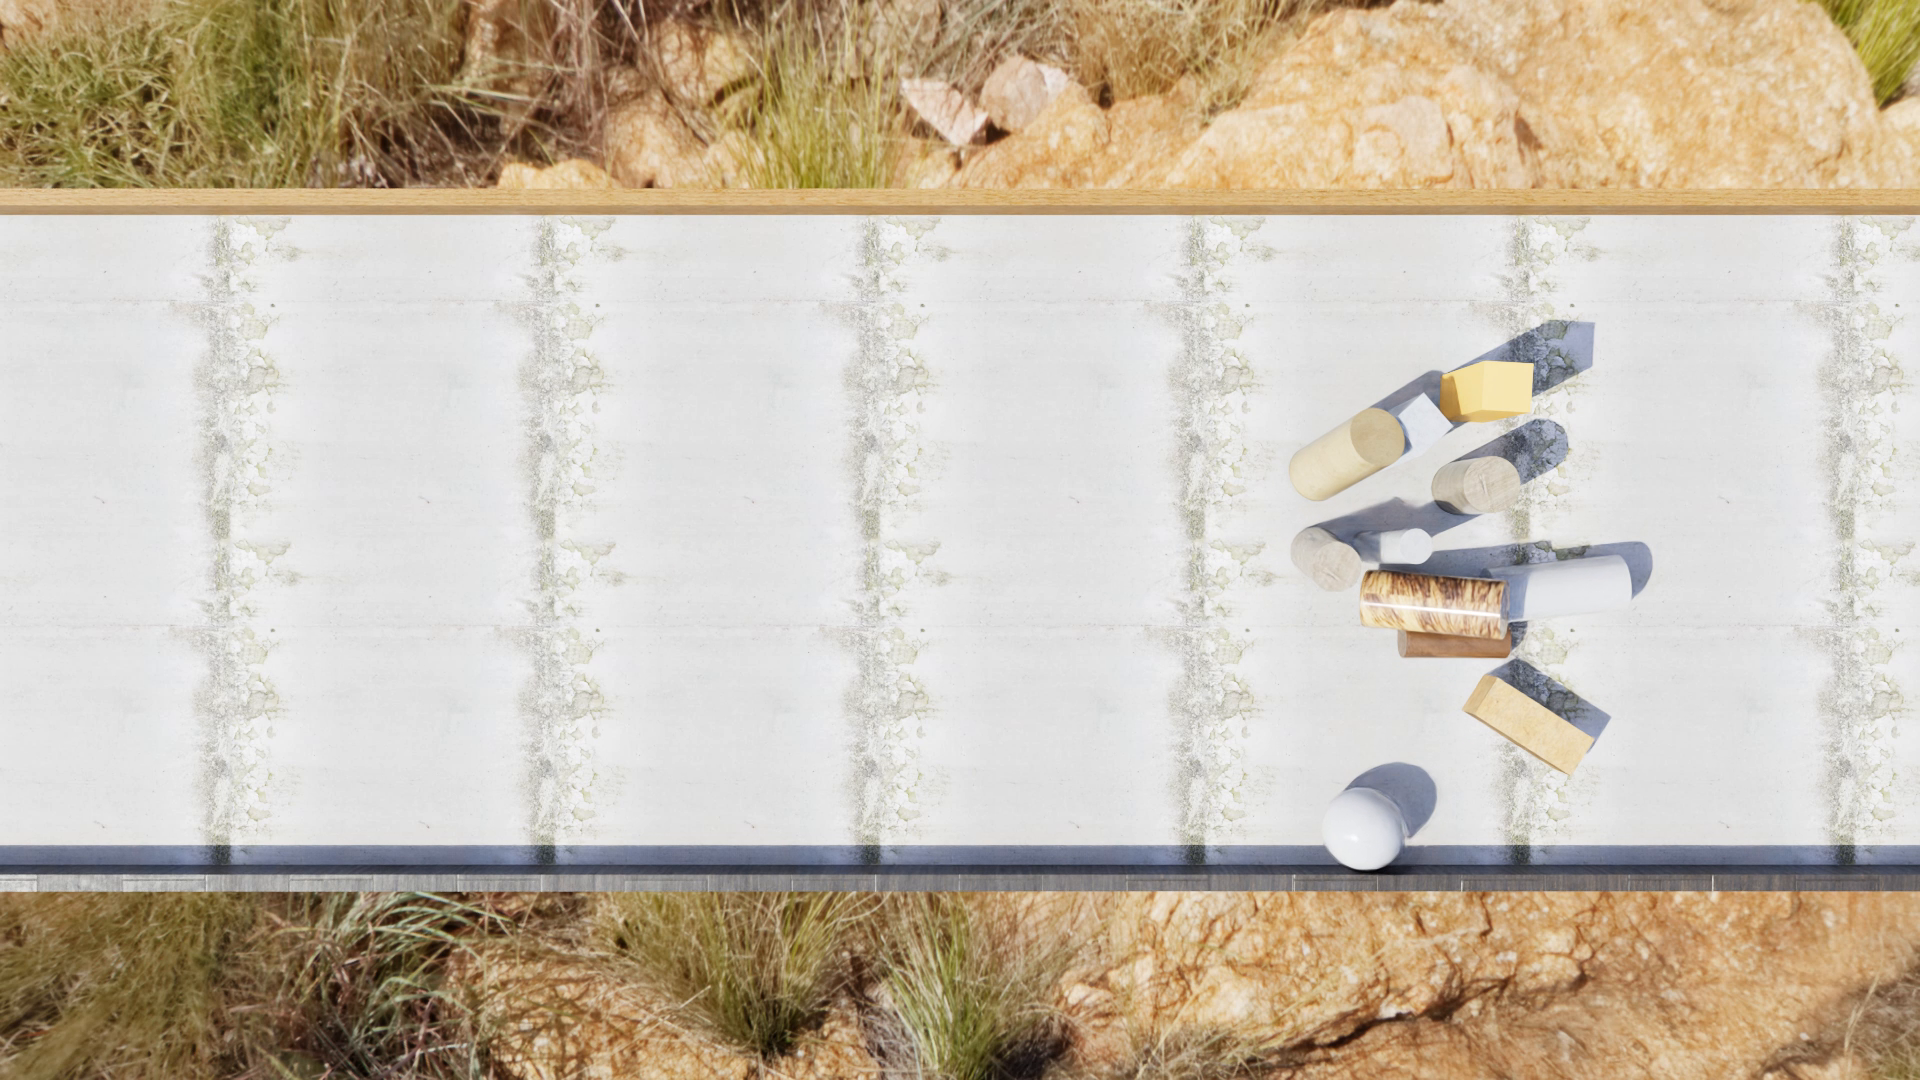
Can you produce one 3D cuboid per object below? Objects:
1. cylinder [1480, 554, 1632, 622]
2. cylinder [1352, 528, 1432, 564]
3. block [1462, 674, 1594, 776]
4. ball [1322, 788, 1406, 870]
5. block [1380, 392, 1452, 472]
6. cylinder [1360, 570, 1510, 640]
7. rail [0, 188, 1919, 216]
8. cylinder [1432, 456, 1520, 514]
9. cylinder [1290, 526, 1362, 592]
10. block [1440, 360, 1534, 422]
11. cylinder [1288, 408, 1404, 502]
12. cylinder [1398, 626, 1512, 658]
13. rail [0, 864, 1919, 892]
[{"bbox_3d":[1.798,0.149,4.992,0.401,0.170,0.170,-6,90,0],"label":"cylinder"},{"bbox_3d":[1.282,0.020,4.903,0.102,0.334,0.102,0,89,-10],"label":"cylinder"},{"bbox_3d":[1.723,0.560,5.011,0.344,0.131,0.131,33,90,0],"label":"block"},{"bbox_3d":[1.214,0.867,4.953,0.247,0.247,0.247,0,90,0],"label":"ball"},{"bbox_3d":[1.316,-0.317,4.914,0.130,0.306,0.130,-41,90,-11],"label":"block"},{"bbox_3d":[1.411,0.190,4.907,0.405,0.175,0.175,5,90,27],"label":"cylinder"},{"bbox_3d":[-2.247,-1.025,5.002,12.000,0.150,0.050,0,90,0],"label":"rail"},{"bbox_3d":[1.533,-0.160,4.915,0.165,0.324,0.165,0,90,0],"label":"cylinder"},{"bbox_3d":[1.087,0.056,4.913,0.147,0.309,0.147,0,99,1],"label":"cylinder"},{"bbox_3d":[1.546,-0.433,4.867,0.138,0.419,0.138,3,90,0],"label":"block"},{"bbox_3d":[1.138,-0.248,4.873,0.175,0.369,0.175,4,74,-16],"label":"cylinder"},{"bbox_3d":[1.503,0.305,5.021,0.314,0.110,0.110,0,90,0],"label":"cylinder"},{"bbox_3d":[-2.247,1.025,5.001,12.000,0.150,0.050,0,90,0],"label":"rail"}]
